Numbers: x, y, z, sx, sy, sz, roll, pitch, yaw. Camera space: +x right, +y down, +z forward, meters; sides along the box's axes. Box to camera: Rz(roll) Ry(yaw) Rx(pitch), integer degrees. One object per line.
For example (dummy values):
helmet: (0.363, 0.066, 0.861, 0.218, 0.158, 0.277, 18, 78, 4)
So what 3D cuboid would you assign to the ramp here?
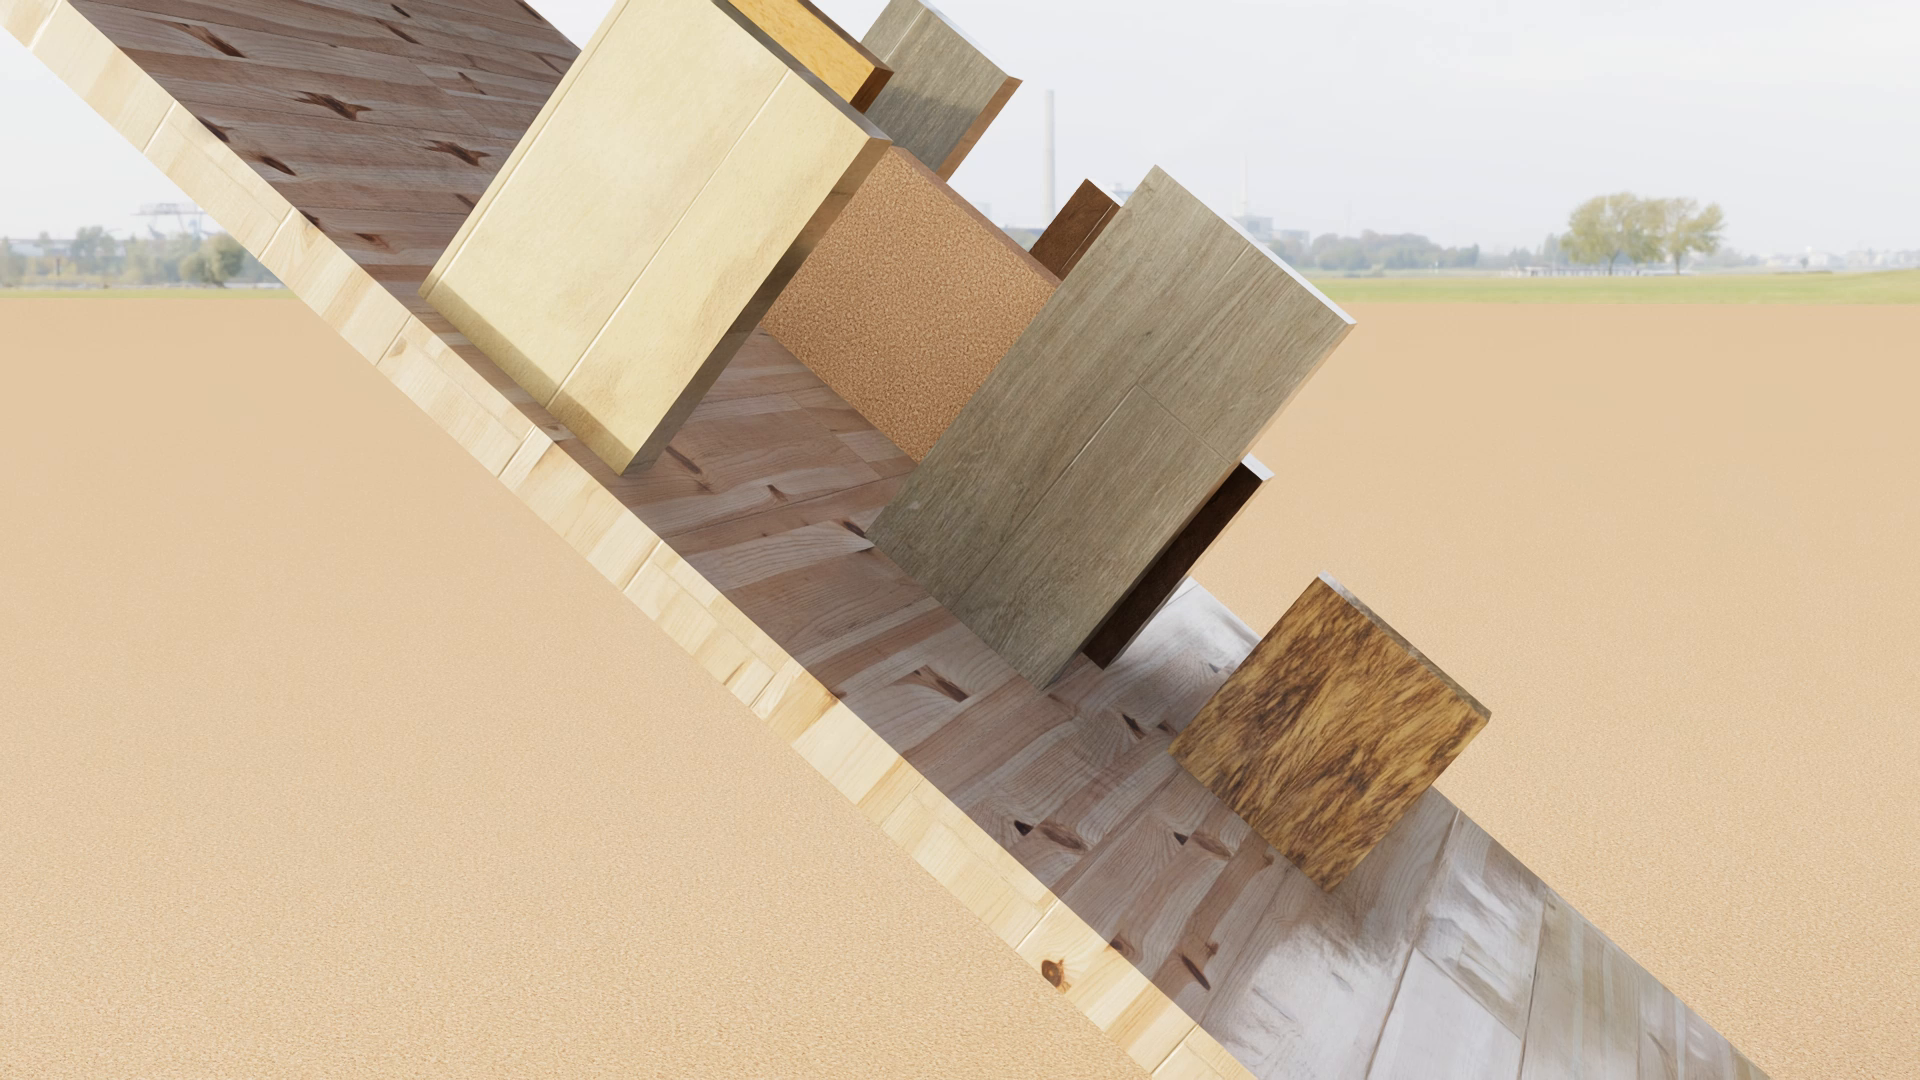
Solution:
ramp: (-0.007, 0.056, 4.043, 4.000, 0.100, 2.000, 41, 16, 9)

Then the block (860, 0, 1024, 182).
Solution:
block: (-0.188, -0.805, 4.633, 0.297, 0.645, 0.115, 41, 16, 9)

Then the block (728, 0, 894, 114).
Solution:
block: (-0.413, -0.596, 3.589, 0.277, 0.638, 0.094, 41, 16, 9)

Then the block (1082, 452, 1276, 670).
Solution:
block: (0.314, -0.028, 3.975, 0.266, 0.451, 0.129, 41, 16, 9)

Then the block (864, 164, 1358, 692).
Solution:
block: (0.238, -0.179, 3.614, 0.399, 0.784, 0.114, 41, 16, 9)

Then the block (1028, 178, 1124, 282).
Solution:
block: (0.244, -0.427, 4.689, 0.372, 0.570, 0.098, 41, 16, 9)

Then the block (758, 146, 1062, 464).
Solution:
block: (-0.088, -0.452, 4.278, 0.449, 0.434, 0.114, 41, 16, 9)

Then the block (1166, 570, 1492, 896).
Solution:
block: (0.629, 0.329, 3.771, 0.371, 0.408, 0.085, 41, 16, 9)

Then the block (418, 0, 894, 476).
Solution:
block: (-0.451, -0.467, 3.198, 0.420, 0.617, 0.101, 41, 16, 9)
